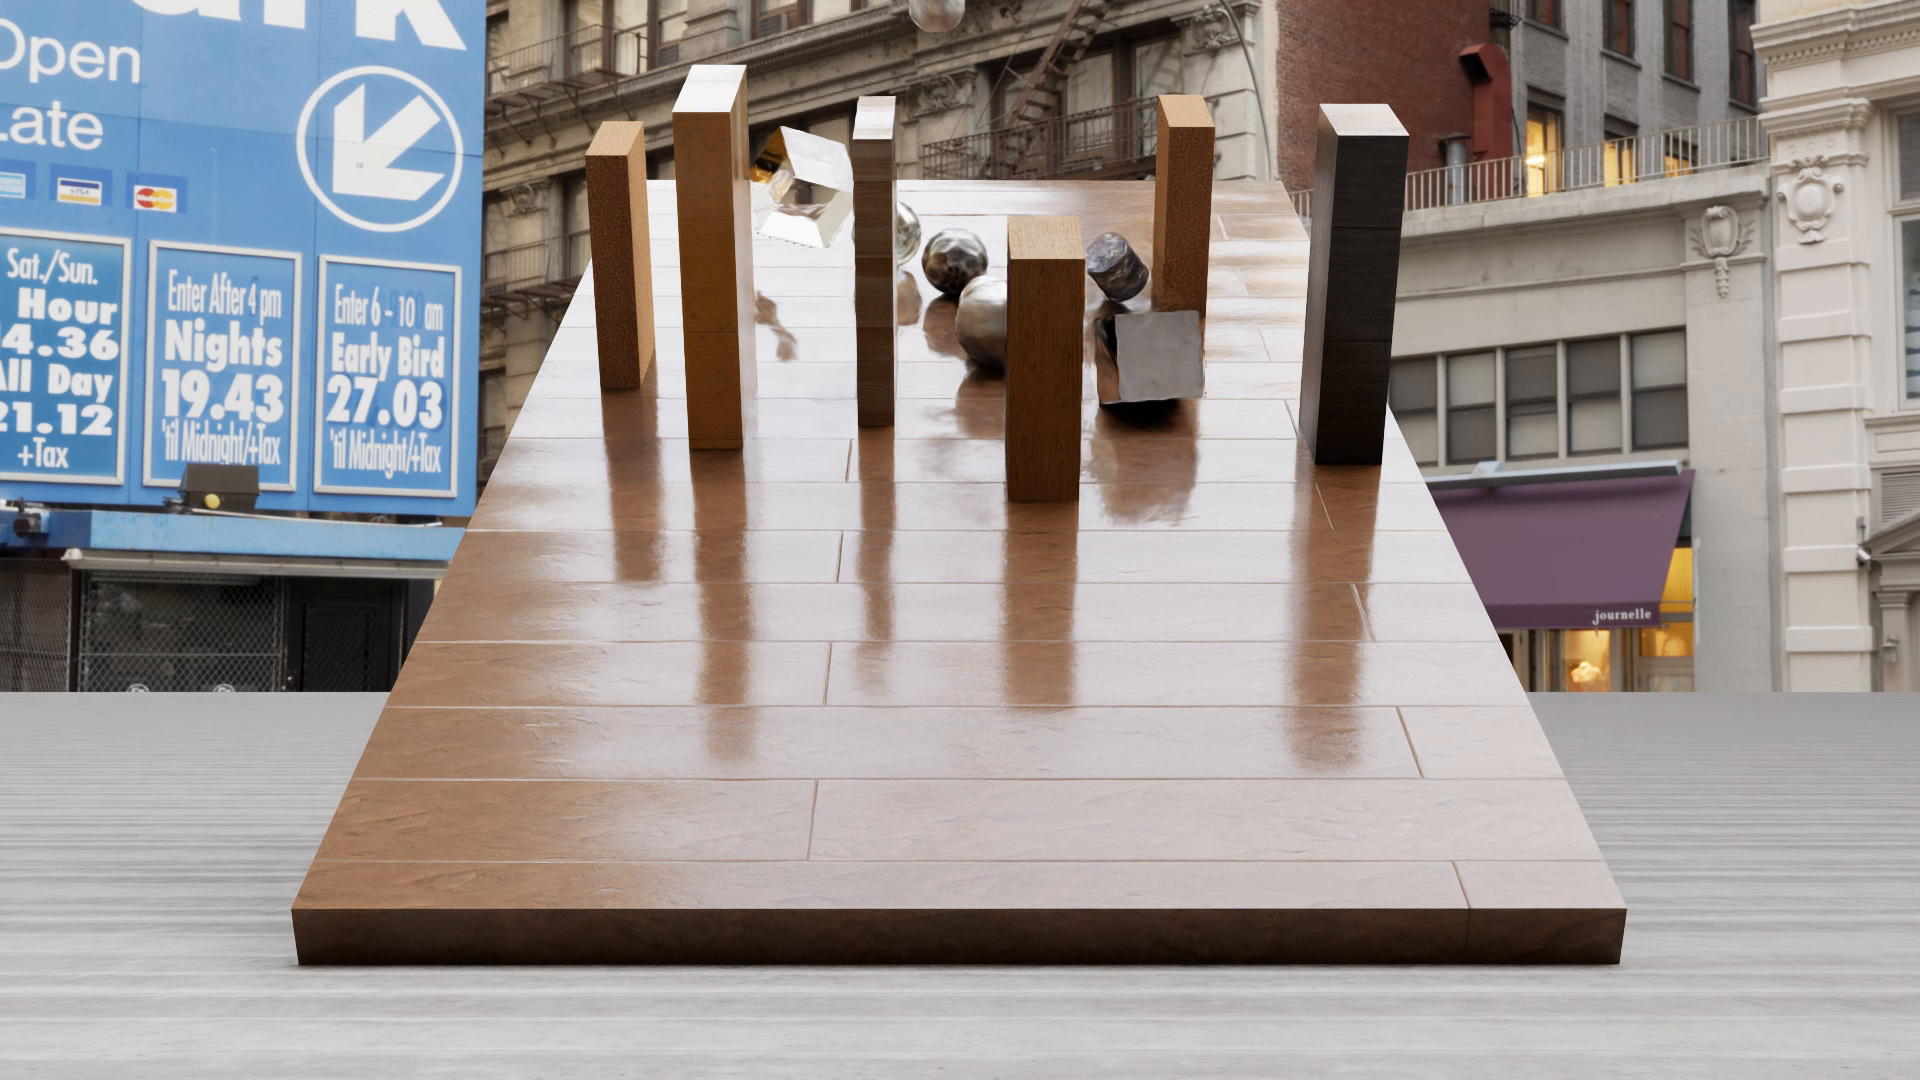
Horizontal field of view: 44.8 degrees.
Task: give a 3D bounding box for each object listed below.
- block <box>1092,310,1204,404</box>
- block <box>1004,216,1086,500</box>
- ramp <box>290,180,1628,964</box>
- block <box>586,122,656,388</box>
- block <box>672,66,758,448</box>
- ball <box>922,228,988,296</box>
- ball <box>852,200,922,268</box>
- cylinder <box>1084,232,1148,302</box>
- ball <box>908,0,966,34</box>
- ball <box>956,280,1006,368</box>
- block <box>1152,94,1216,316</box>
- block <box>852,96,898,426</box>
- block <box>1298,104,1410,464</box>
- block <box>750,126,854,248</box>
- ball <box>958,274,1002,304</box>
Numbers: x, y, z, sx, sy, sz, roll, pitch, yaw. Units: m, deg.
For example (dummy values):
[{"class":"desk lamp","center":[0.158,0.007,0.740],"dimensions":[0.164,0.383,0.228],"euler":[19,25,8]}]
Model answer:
[{"class":"block","center":[0.428,-0.416,5.319],"dimensions":[0.195,0.195,0.195],"euler":[-5,3,-11]},{"class":"block","center":[0.176,-0.385,4.919],"dimensions":[0.150,0.526,0.296],"euler":[0,24,0]},{"class":"ramp","center":[-0.008,-0.229,5.332],"dimensions":[2.000,0.100,4.000],"euler":[0,24,0]},{"class":"block","center":[-0.800,-0.676,5.516],"dimensions":[0.096,0.560,0.304],"euler":[0,24,0]},{"class":"block","center":[-0.539,-0.633,5.186],"dimensions":[0.119,0.754,0.425],"euler":[0,24,0]},{"class":"ball","center":[-0.013,-0.728,6.100],"dimensions":[0.176,0.176,0.176],"euler":[0,-4,0]},{"class":"ball","center":[-0.198,-0.826,6.296],"dimensions":[0.191,0.191,0.191],"euler":[0,-4,0]},{"class":"cylinder","center":[0.403,-0.707,6.050],"dimensions":[0.128,0.128,0.128],"euler":[-3,-32,35]},{"class":"ball","center":[-0.063,-1.462,6.366],"dimensions":[0.159,0.159,0.159],"euler":[0,-4,0]},{"class":"ball","center":[0.093,-0.519,5.598],"dimensions":[0.209,0.209,0.209],"euler":[0,-4,0]},{"class":"block","center":[0.573,-0.865,6.018],"dimensions":[0.113,0.495,0.331],"euler":[0,24,0]},{"class":"block","center":[-0.190,-0.638,5.313],"dimensions":[0.084,0.660,0.377],"euler":[0,24,0]},{"class":"block","center":[0.845,-0.550,5.040],"dimensions":[0.146,0.730,0.262],"euler":[0,24,0]},{"class":"block","center":[-0.435,-0.971,6.427],"dimensions":[0.210,0.210,0.210],"euler":[10,-44,-34]},{"class":"ball","center":[0.067,-0.595,5.849],"dimensions":[0.140,0.140,0.140],"euler":[0,-4,0]}]
